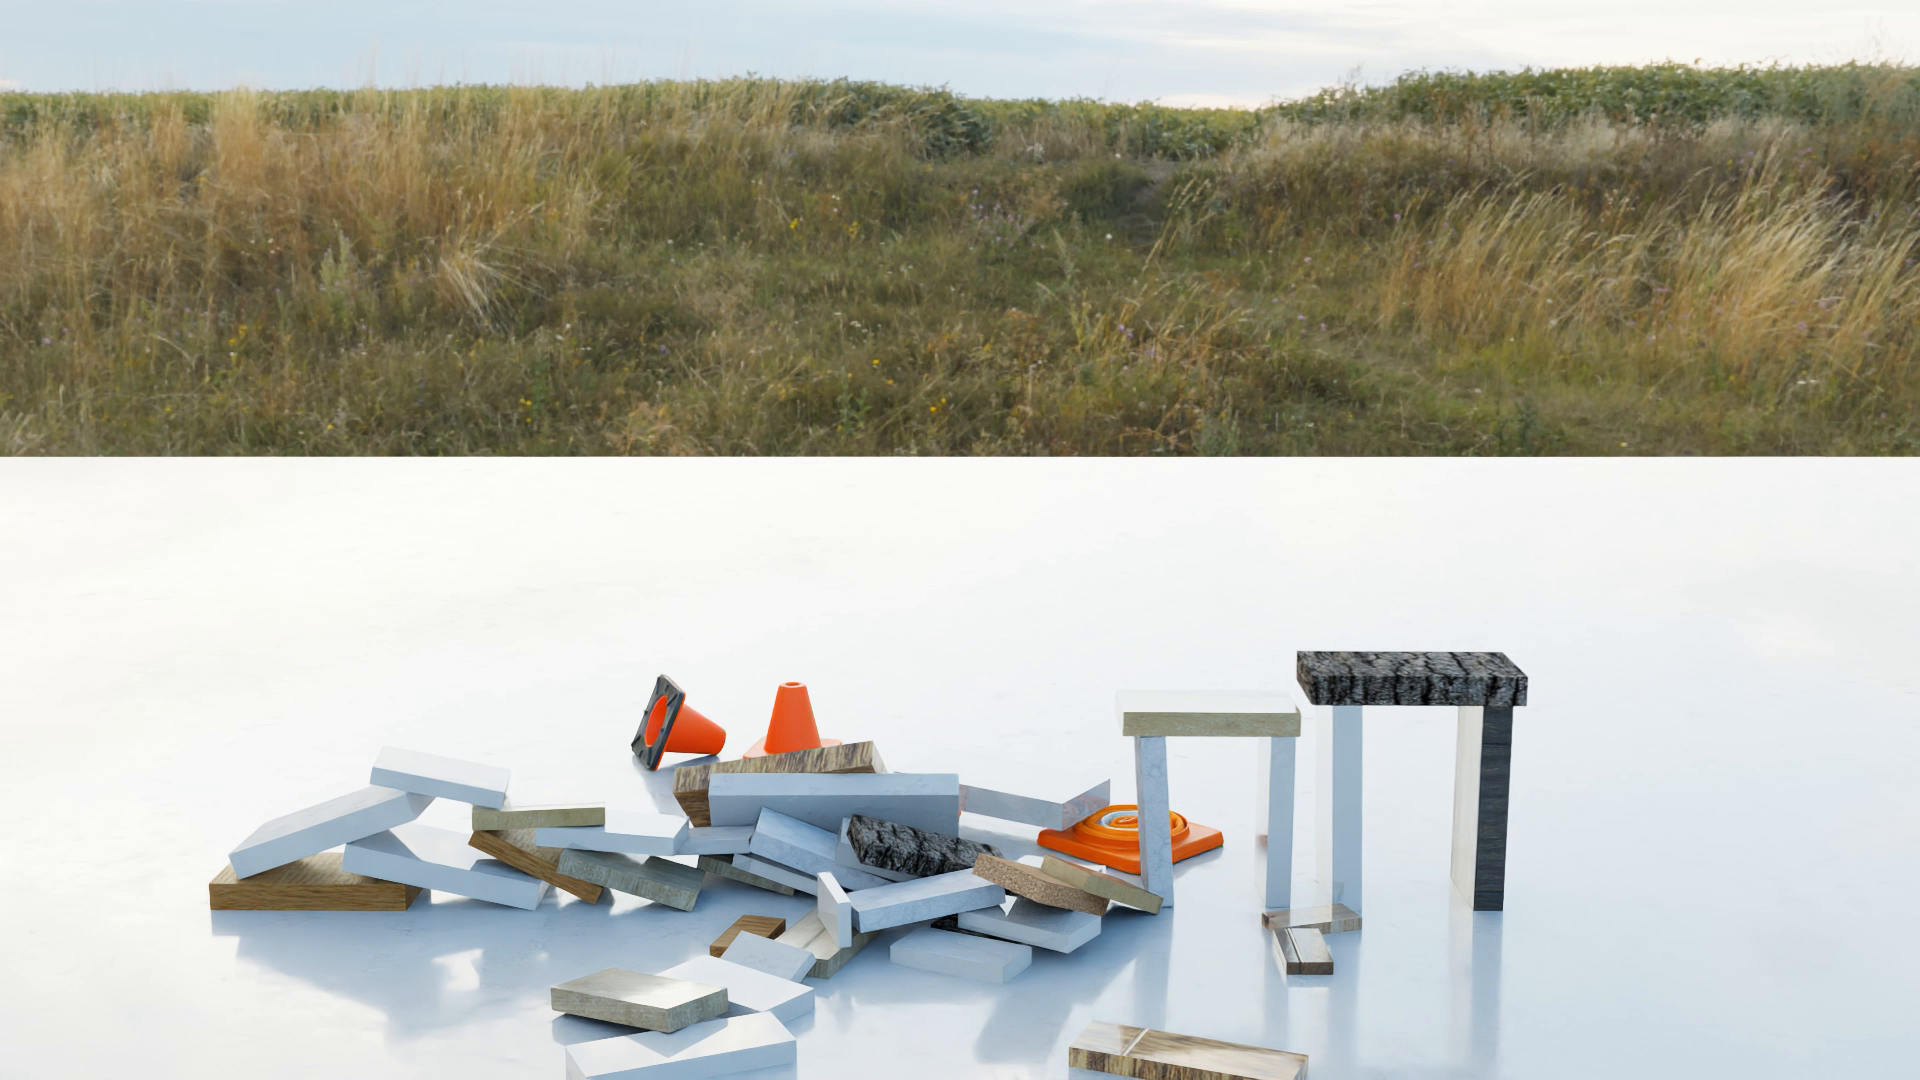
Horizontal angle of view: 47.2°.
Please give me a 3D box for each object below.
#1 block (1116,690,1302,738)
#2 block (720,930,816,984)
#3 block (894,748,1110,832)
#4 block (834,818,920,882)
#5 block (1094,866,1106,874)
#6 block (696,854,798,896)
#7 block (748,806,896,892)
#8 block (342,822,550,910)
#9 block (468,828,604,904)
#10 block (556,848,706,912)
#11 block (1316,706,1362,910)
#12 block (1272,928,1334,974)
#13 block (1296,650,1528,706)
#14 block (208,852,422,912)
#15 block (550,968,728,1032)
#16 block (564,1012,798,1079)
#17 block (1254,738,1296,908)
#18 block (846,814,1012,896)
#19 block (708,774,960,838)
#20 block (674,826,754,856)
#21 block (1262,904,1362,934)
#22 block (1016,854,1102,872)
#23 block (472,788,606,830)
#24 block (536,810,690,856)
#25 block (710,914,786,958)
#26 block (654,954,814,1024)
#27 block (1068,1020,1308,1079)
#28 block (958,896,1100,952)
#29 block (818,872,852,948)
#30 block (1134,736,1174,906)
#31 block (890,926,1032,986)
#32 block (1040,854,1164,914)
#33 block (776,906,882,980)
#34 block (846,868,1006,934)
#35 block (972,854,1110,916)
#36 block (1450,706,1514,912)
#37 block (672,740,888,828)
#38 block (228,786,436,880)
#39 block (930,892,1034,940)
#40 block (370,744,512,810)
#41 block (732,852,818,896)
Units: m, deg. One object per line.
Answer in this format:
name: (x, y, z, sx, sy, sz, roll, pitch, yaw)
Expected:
block: (0.406, 0.285, 3.617, 0.288, 0.041, 0.144, 0, 11, -1)
block: (-0.291, 0.633, 3.289, 0.143, 0.020, 0.072, 8, 45, 37)
block: (0.075, 0.452, 4.016, 0.356, 0.050, 0.178, 7, 13, 31)
block: (-0.078, 0.534, 3.654, 0.258, 0.037, 0.129, 17, 10, -4)
block: (0.147, 0.573, 3.684, 0.193, 0.027, 0.097, 0, 11, 2)
block: (-0.348, 0.552, 3.709, 0.172, 0.024, 0.086, 14, 13, 10)
block: (-0.220, 0.525, 3.660, 0.258, 0.037, 0.129, 21, 10, -4)
block: (-0.845, 0.535, 3.657, 0.321, 0.046, 0.161, 12, 10, -2)
block: (-0.694, 0.524, 3.654, 0.230, 0.033, 0.115, 26, 10, -3)
block: (-0.541, 0.547, 3.630, 0.230, 0.033, 0.115, 17, 10, -3)
block: (0.626, 0.420, 3.639, 0.049, 0.345, 0.172, -2, 11, 0)
block: (0.527, 0.633, 3.384, 0.071, 0.020, 0.142, 0, 11, 0)
block: (0.736, 0.226, 3.603, 0.345, 0.049, 0.172, 0, 11, 0)
block: (-1.063, 0.568, 3.664, 0.321, 0.046, 0.161, 0, 11, 1)
block: (-0.458, 0.655, 3.136, 0.238, 0.034, 0.119, 0, 5, 38)
block: (-0.379, 0.699, 2.995, 0.294, 0.031, 0.110, -5, 12, -24)
block: (0.522, 0.447, 3.647, 0.041, 0.288, 0.144, 0, 11, 0)
block: (-0.048, 0.515, 3.596, 0.258, 0.037, 0.129, 15, 10, -16)
block: (-0.212, 0.480, 3.770, 0.421, 0.178, 0.050, 0, 40, 0)
block: (-0.429, 0.506, 3.701, 0.172, 0.024, 0.086, -3, 7, 8)
block: (0.562, 0.609, 3.513, 0.142, 0.020, 0.071, -3, 11, -18)
block: (0.157, 0.554, 3.657, 0.142, 0.020, 0.071, 6, 12, 30)
block: (-0.697, 0.445, 3.639, 0.214, 0.030, 0.107, -1, 11, -10)
block: (-0.574, 0.482, 3.644, 0.230, 0.033, 0.115, 4, 11, 5)
block: (-0.331, 0.623, 3.438, 0.072, 0.020, 0.143, 3, 11, 16)
block: (-0.331, 0.660, 3.208, 0.220, 0.031, 0.110, 8, 13, 37)
block: (0.308, 0.705, 2.975, 0.307, 0.028, 0.099, 4, 11, 22)
block: (0.107, 0.594, 3.421, 0.199, 0.028, 0.099, 7, 13, 32)
block: (-0.195, 0.571, 3.403, 0.020, 0.072, 0.143, -3, 11, -16)
block: (0.320, 0.447, 3.647, 0.041, 0.288, 0.144, -4, 11, 0)
block: (0.001, 0.634, 3.359, 0.194, 0.027, 0.097, 6, 12, 28)
block: (0.229, 0.554, 3.538, 0.099, 0.028, 0.199, 17, -6, 45)
block: (-0.212, 0.622, 3.414, 0.110, 0.031, 0.220, 4, 11, 19)
block: (-0.060, 0.564, 3.456, 0.238, 0.034, 0.119, -9, 7, -18)
block: (0.131, 0.543, 3.453, 0.119, 0.034, 0.302, 20, -5, 26)
block: (0.862, 0.420, 3.639, 0.049, 0.345, 0.172, 0, 11, 0)
block: (-0.300, 0.443, 3.827, 0.356, 0.178, 0.050, -9, 49, 10)
block: (-1.033, 0.467, 3.652, 0.321, 0.046, 0.161, -19, 10, 8)
block: (0.047, 0.606, 3.509, 0.097, 0.027, 0.194, 7, 12, 32)
block: (-0.853, 0.389, 3.618, 0.214, 0.030, 0.107, 12, 13, -8)
block: (-0.284, 0.549, 3.674, 0.172, 0.024, 0.086, 16, 14, 17)
